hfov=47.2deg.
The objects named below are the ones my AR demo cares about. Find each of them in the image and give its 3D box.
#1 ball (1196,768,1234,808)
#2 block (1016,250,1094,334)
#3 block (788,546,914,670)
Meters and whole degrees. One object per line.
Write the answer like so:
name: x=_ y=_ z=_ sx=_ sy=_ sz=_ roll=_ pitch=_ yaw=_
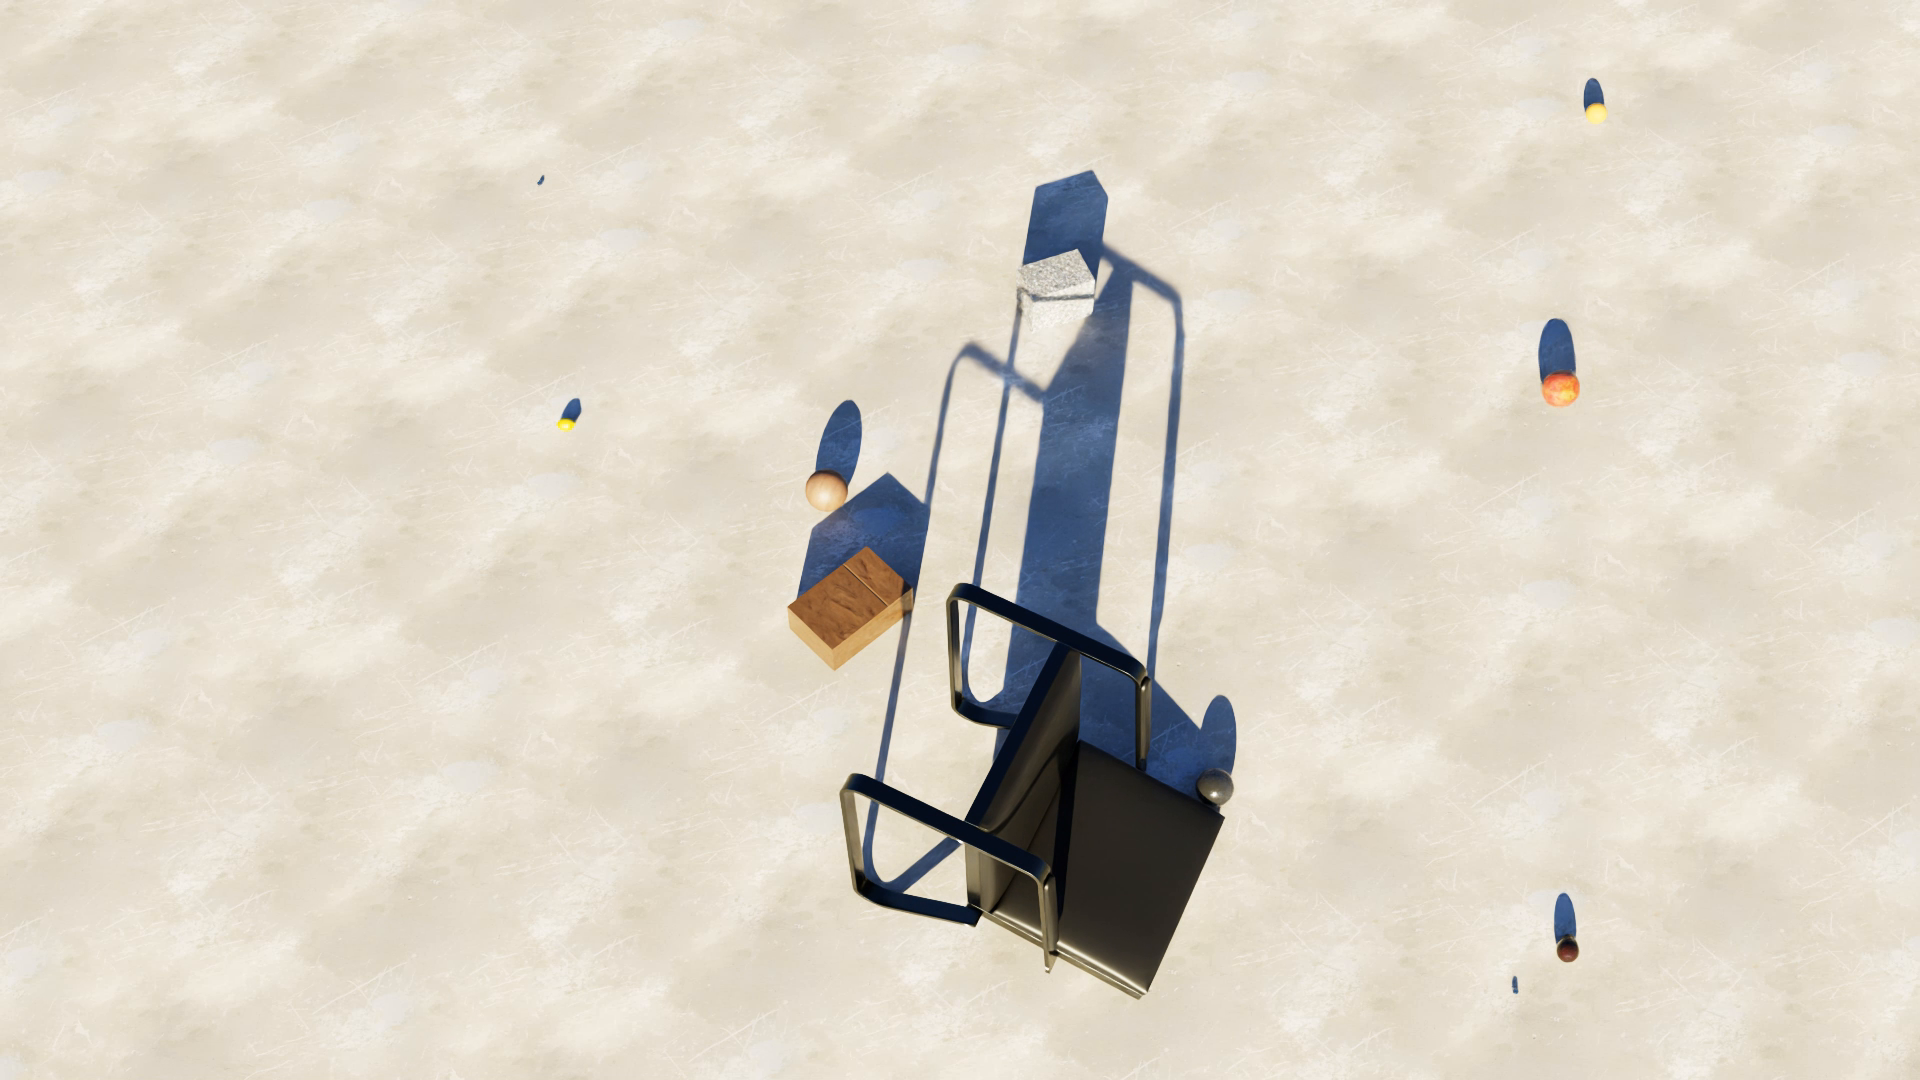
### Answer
ball: x=0.701 y=0.681 z=6.052 sx=0.107 sy=0.107 sz=0.107 roll=0 pitch=56 yaw=0
block: x=0.301 y=-0.791 z=7.001 sx=0.210 sy=0.172 sz=0.137 roll=-18 pitch=58 yaw=-12
block: x=-0.316 y=0.198 z=6.369 sx=0.306 sy=0.120 sz=0.198 roll=-38 pitch=64 yaw=-22
